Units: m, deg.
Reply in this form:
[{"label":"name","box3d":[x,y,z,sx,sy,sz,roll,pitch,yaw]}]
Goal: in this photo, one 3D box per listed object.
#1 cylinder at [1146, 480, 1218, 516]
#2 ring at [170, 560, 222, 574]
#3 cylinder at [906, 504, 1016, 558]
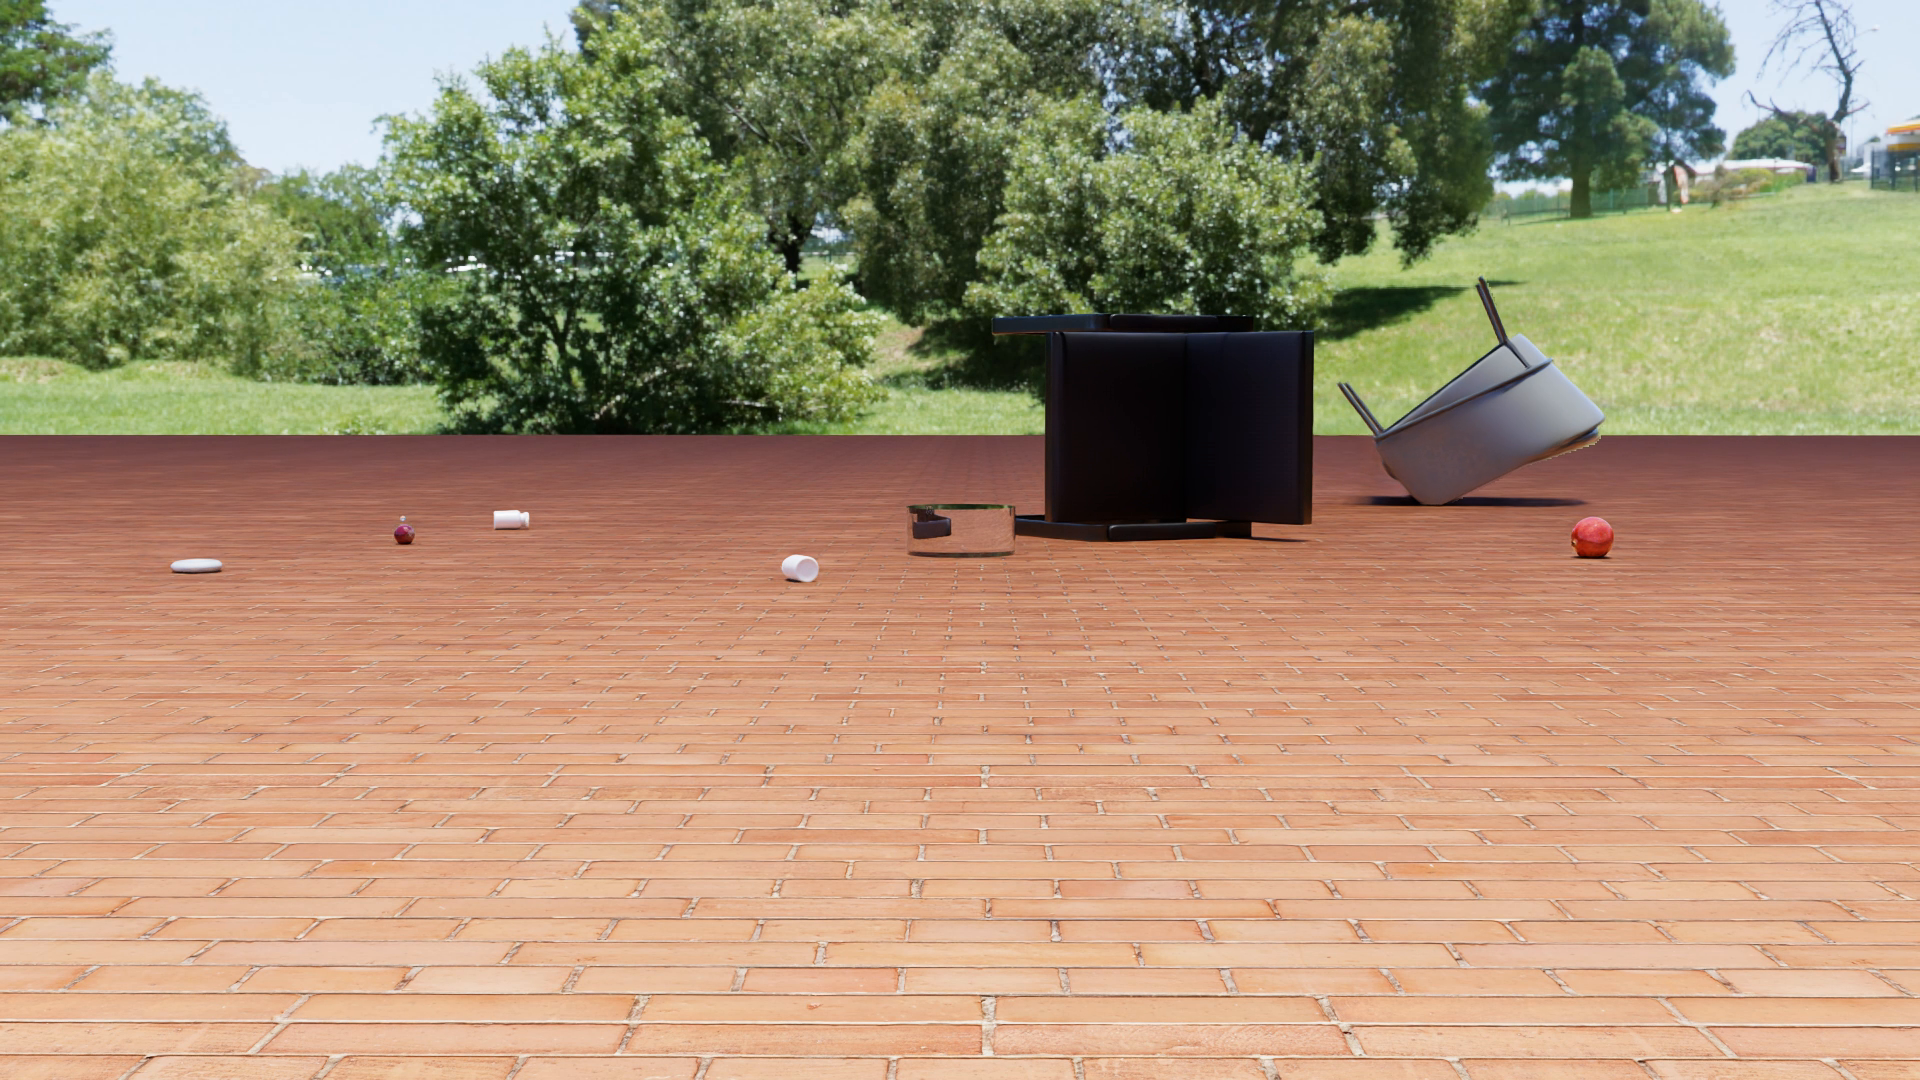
[{"label":"cylinder","box3d":[0.783,-0.148,7.751,0.211,0.129,0.168,-1,18,-11]},{"label":"ring","box3d":[-1.878,0.064,5.410,0.120,0.028,0.149,-3,4,-24]},{"label":"cylinder","box3d":[0.003,-0.027,5.994,0.300,0.129,0.295,-4,5,-43]}]
